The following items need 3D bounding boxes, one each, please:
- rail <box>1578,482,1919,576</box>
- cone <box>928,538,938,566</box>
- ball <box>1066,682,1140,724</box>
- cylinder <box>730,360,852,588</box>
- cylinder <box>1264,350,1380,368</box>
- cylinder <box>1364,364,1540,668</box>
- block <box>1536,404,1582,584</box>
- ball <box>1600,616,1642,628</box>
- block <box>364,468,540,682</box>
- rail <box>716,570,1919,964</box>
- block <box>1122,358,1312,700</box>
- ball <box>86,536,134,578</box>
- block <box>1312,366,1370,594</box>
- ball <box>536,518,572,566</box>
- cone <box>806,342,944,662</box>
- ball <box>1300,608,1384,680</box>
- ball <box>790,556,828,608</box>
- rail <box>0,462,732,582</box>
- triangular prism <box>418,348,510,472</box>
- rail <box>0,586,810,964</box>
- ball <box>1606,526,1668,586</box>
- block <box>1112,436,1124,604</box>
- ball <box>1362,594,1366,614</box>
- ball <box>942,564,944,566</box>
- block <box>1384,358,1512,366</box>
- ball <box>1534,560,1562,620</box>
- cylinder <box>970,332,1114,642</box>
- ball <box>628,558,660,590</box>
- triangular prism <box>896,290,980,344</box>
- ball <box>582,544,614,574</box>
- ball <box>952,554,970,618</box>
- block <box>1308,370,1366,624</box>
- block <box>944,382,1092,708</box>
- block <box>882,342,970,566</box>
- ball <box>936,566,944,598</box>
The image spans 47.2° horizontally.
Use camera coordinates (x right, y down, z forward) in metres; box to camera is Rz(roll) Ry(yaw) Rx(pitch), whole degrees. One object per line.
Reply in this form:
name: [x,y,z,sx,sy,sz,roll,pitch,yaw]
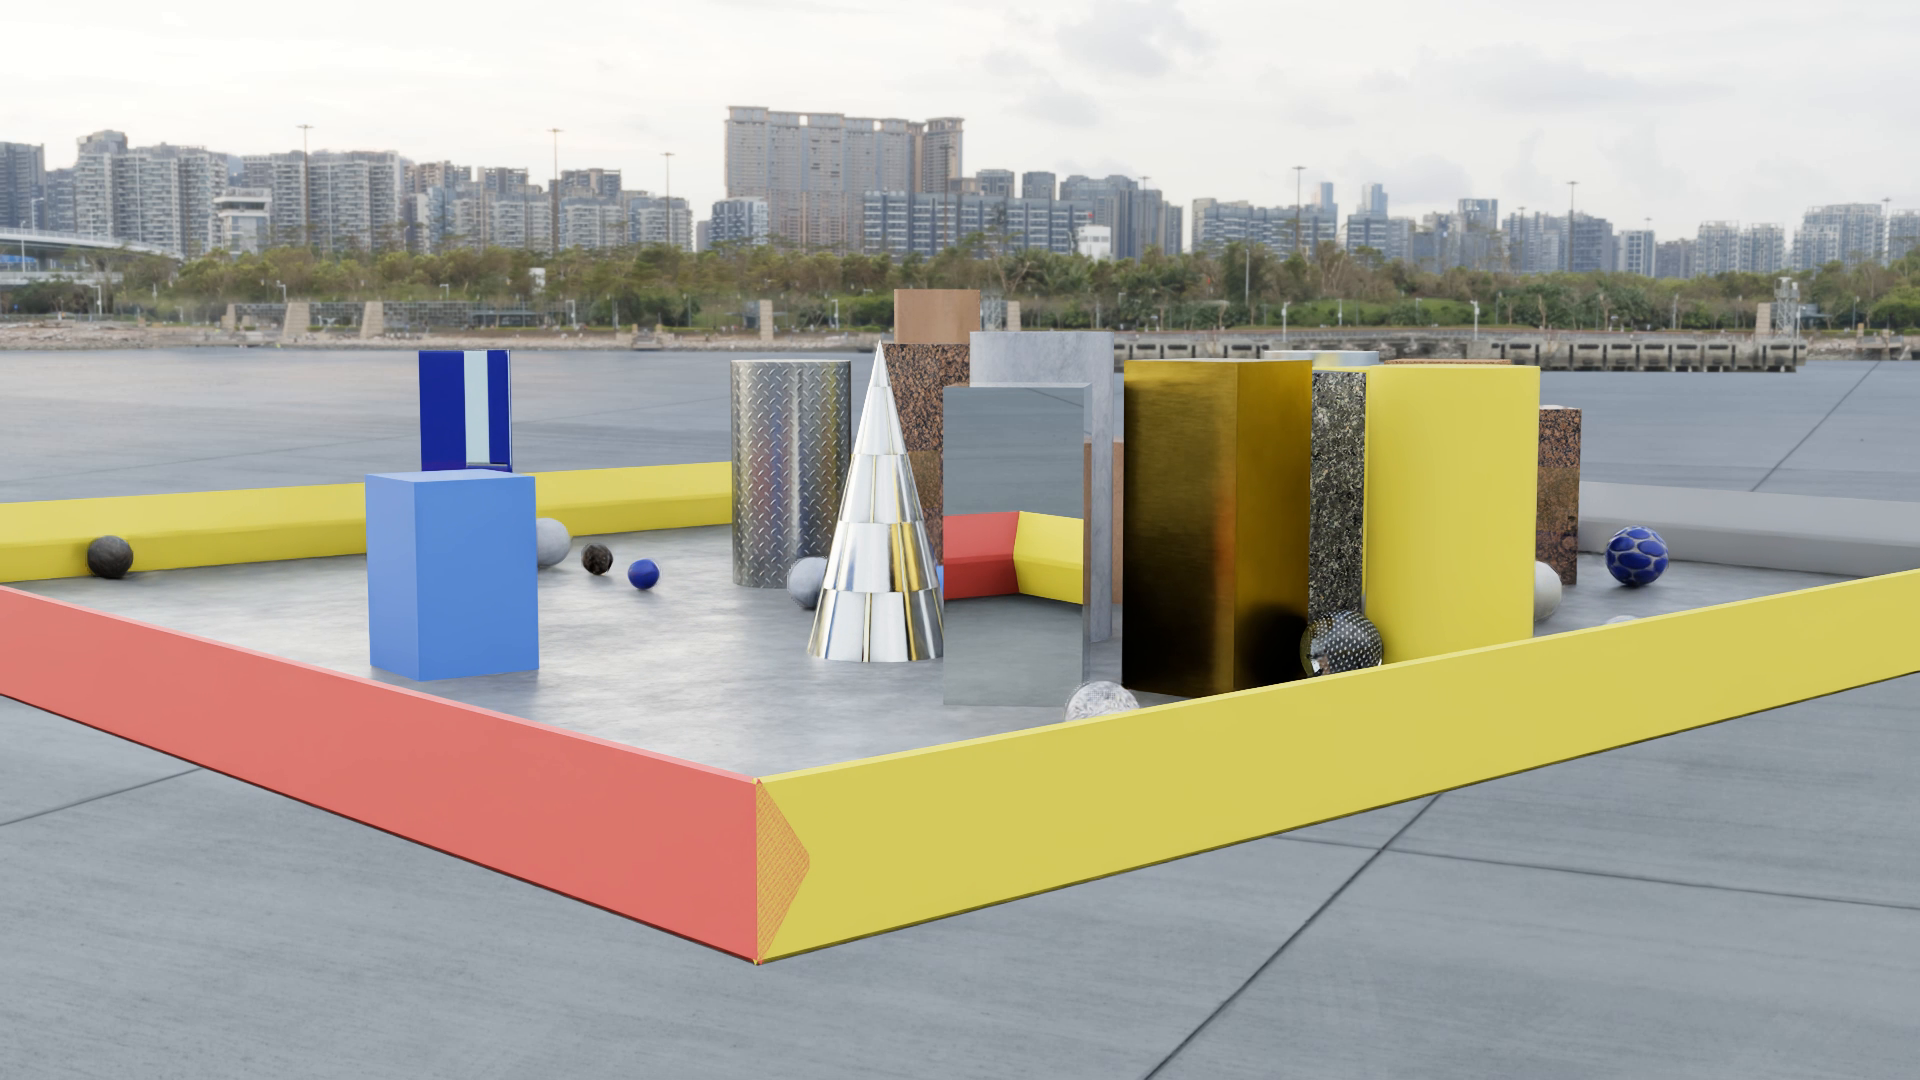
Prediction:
rail: [0.980,-0.061,4.231,0.045,0.127,2.534,-5,8,-42]
cone: [-0.106,-0.041,3.201,0.196,0.304,0.196,0,6,0]
ball: [0.143,0.179,2.199,0.075,0.075,0.075,0,6,0]
cylinder: [-0.276,-0.112,3.601,0.196,0.362,0.196,0,6,0]
cylinder: [0.622,-0.139,3.804,0.196,0.373,0.196,0,6,0]
cylinder: [0.583,-0.017,2.611,0.196,0.378,0.196,0,6,0]
block: [0.925,-0.078,3.642,0.157,0.285,0.157,0,6,0]
ball: [0.803,0.130,2.653,0.078,0.078,0.078,0,6,0]
block: [-0.633,0.039,2.740,0.157,0.241,0.157,-4,7,-36]
rail: [0.843,0.128,2.423,2.713,0.127,0.045,-5,8,-42]
block: [0.302,-0.018,2.584,0.157,0.386,0.157,5,8,40]
ball: [-1.412,0.028,3.654,0.072,0.072,0.072,0,6,0]
block: [0.643,-0.099,3.526,0.157,0.352,0.157,-4,7,-31]
ball: [-0.720,0.003,3.826,0.086,0.086,0.086,0,6,0]
cone: [-0.104,-0.058,2.866,0.196,0.408,0.196,0,6,0]
ball: [0.446,0.129,2.573,0.097,0.097,0.097,0,6,0]
ball: [-0.216,0.064,3.290,0.077,0.077,0.077,0,6,0]
rail: [-0.843,-0.062,4.241,2.713,0.127,0.045,-5,8,-42]
triangular prism: [-0.815,-0.139,3.786,0.170,0.378,0.147,2,6,17]
rail: [-0.980,0.127,2.433,0.045,0.127,2.534,-5,8,-42]
ball: [1.092,0.027,3.548,0.098,0.098,0.098,0,6,0]
block: [0.268,-0.033,3.407,0.157,0.246,0.157,4,7,35]
ball: [0.581,0.097,3.047,0.061,0.061,0.061,0,6,0]
ball: [0.017,0.057,3.278,0.094,0.094,0.094,0,6,0]
block: [0.702,-0.073,3.176,0.157,0.373,0.157,2,6,20]
ball: [0.820,0.073,3.158,0.087,0.087,0.087,0,6,0]
cylinder: [0.111,-0.076,3.006,0.196,0.415,0.196,0,6,0]
ball: [-0.505,0.054,3.512,0.050,0.050,0.050,0,6,0]
triangular prism: [-0.067,-0.235,4.197,0.170,0.483,0.147,-2,6,-21]
ball: [-0.611,0.033,3.707,0.052,0.052,0.052,0,6,0]
ball: [0.024,0.066,3.185,0.094,0.094,0.094,0,6,0]
block: [0.406,-0.031,2.800,0.157,0.367,0.157,-2,6,-17]
block: [0.068,0.001,2.537,0.157,0.359,0.157,1,6,7]
block: [-0.030,-0.157,3.919,0.157,0.385,0.157,-5,8,-42]
ball: [-0.021,0.079,3.088,0.088,0.088,0.088,0,6,0]
